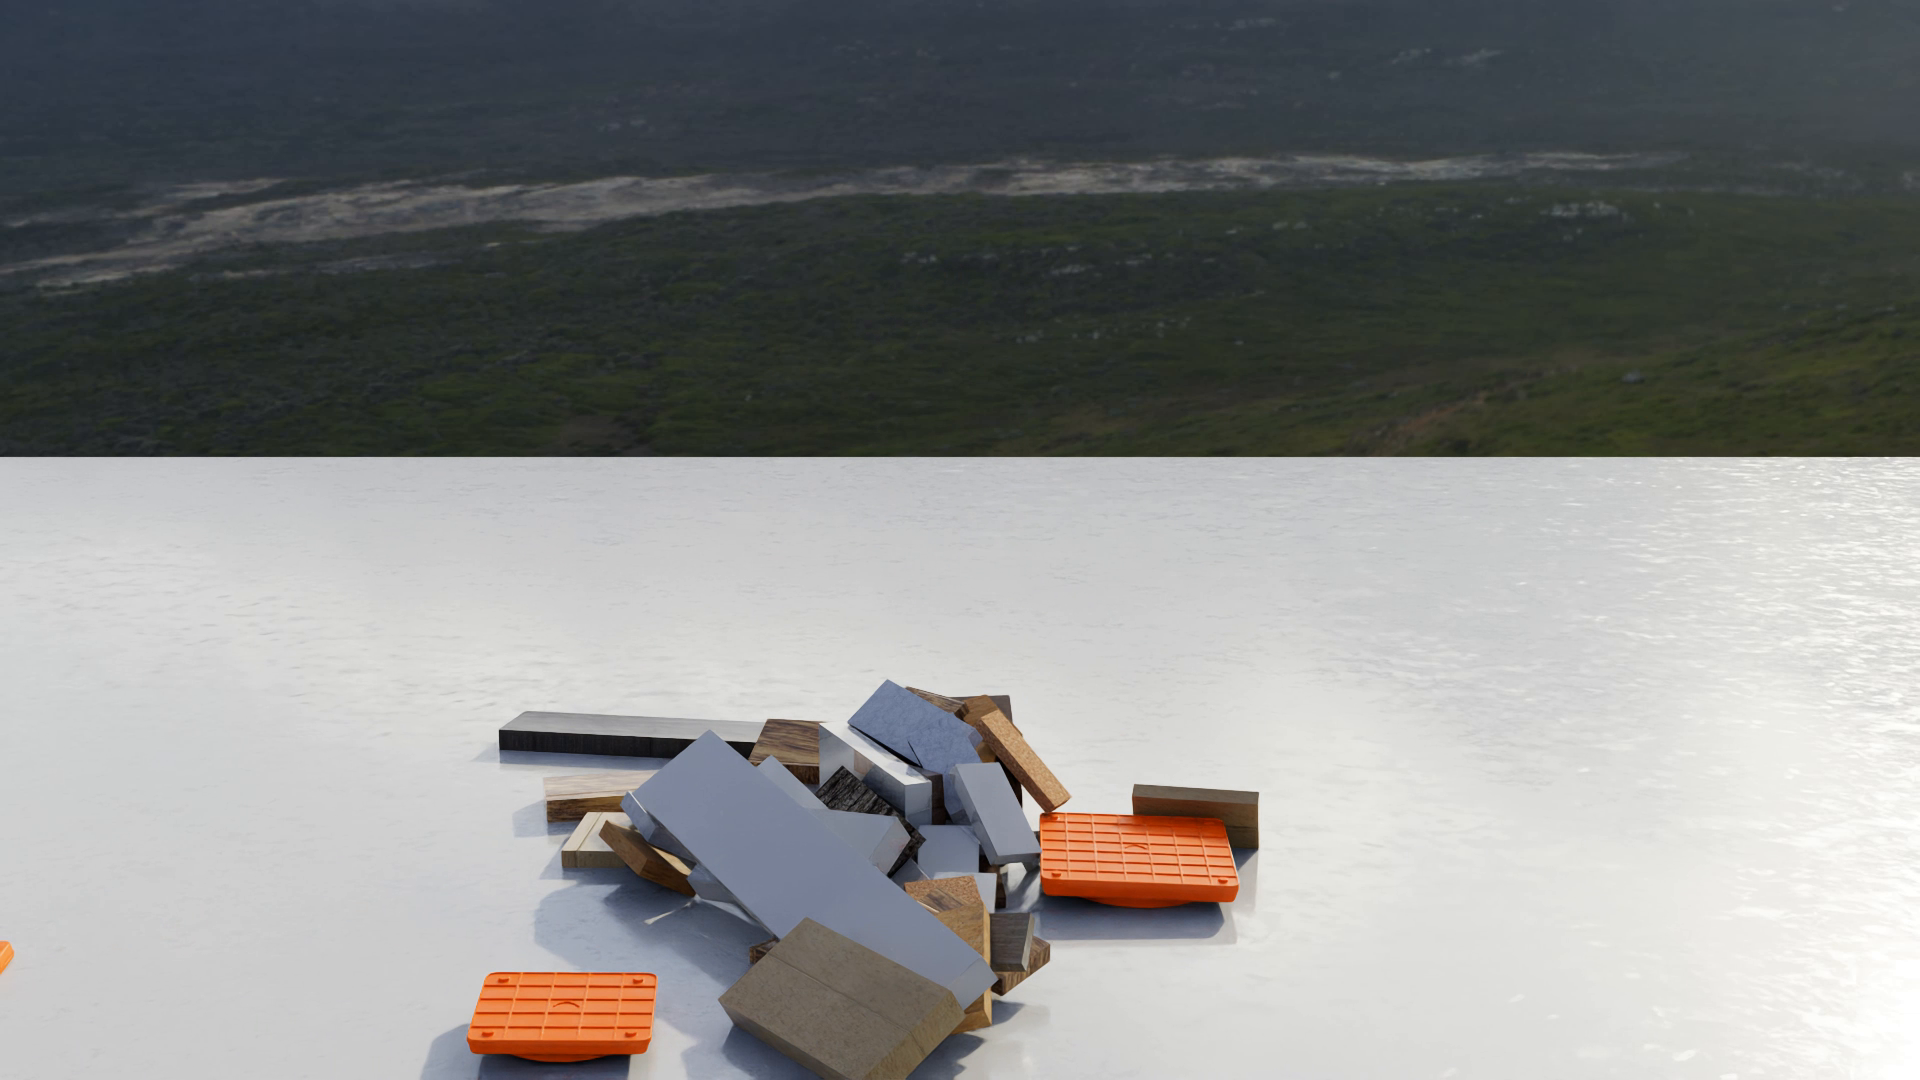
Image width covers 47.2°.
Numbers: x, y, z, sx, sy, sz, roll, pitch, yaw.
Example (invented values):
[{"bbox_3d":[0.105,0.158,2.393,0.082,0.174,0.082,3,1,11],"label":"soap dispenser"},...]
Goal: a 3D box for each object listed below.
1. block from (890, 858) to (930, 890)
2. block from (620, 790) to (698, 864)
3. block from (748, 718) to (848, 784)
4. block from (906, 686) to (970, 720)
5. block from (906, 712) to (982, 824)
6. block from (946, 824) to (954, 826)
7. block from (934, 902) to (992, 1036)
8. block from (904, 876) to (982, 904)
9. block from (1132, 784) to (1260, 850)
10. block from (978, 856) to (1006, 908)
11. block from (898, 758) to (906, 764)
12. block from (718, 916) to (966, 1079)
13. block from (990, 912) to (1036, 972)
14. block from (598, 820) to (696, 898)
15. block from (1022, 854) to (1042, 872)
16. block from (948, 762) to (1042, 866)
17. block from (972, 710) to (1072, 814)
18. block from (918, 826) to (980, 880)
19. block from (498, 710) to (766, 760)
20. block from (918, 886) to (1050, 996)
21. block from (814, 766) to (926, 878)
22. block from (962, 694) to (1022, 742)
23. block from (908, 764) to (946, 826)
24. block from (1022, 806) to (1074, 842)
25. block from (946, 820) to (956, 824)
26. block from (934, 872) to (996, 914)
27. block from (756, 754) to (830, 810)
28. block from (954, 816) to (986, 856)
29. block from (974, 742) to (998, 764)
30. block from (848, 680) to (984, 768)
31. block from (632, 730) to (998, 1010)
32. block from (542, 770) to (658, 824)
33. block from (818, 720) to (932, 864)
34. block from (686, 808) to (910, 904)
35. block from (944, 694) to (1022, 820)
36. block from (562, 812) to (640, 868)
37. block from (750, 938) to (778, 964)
[{"bbox_3d":[-0.113,0.559,3.592,0.100,0.028,0.201,-46,19,-5],"label":"block"},{"bbox_3d":[-0.523,0.507,3.886,0.108,0.031,0.217,28,0,-24],"label":"block"},{"bbox_3d":[-0.251,0.420,4.333,0.303,0.043,0.152,2,30,11],"label":"block"},{"bbox_3d":[-0.066,0.317,4.052,0.160,0.023,0.080,11,45,46],"label":"block"},{"bbox_3d":[-0.012,0.394,3.819,0.094,0.027,0.187,-26,52,-7],"label":"block"},{"bbox_3d":[0.004,0.539,3.751,0.075,0.021,0.149,-1,31,-4],"label":"block"},{"bbox_3d":[-0.014,0.615,3.141,0.111,0.031,0.222,-16,31,10],"label":"block"},{"bbox_3d":[-0.013,0.596,3.373,0.111,0.031,0.222,-5,27,-9],"label":"block"},{"bbox_3d":[0.419,0.490,3.898,0.221,0.111,0.031,2,38,12],"label":"block"},{"bbox_3d":[0.029,0.563,3.655,0.075,0.021,0.149,-2,25,-6],"label":"block"},{"bbox_3d":[-0.161,0.422,4.160,0.031,0.111,0.221,35,3,-34],"label":"block"},{"bbox_3d":[-0.167,0.643,3.022,0.176,0.050,0.351,-41,30,-25],"label":"block"},{"bbox_3d":[0.021,0.591,3.227,0.168,0.024,0.084,-4,48,20],"label":"block"},{"bbox_3d":[-0.525,0.537,3.718,0.108,0.031,0.217,28,-3,-29],"label":"block"},{"bbox_3d":[0.104,0.514,3.798,0.016,0.110,0.055,-28,1,21],"label":"block"},{"bbox_3d":[0.059,0.458,3.695,0.094,0.027,0.187,2,47,-36],"label":"block"},{"bbox_3d":[0.111,0.393,3.910,0.205,0.023,0.080,49,23,11],"label":"block"},{"bbox_3d":[-0.020,0.547,3.608,0.100,0.028,0.201,0,35,1],"label":"block"},{"bbox_3d":[-0.519,0.410,4.520,0.845,0.043,0.152,2,11,10],"label":"block"},{"bbox_3d":[0.014,0.600,3.295,0.222,0.031,0.111,21,33,36],"label":"block"},{"bbox_3d":[-0.190,0.504,3.716,0.171,0.049,0.343,-46,22,-8],"label":"block"},{"bbox_3d":[0.048,0.336,4.022,0.075,0.021,0.149,-14,31,-22],"label":"block"},{"bbox_3d":[-0.115,0.443,3.909,0.027,0.094,0.388,-4,3,-23],"label":"block"},{"bbox_3d":[0.158,0.516,4.008,0.075,0.021,0.149,-1,11,-6],"label":"block"},{"bbox_3d":[0.007,0.463,3.958,0.162,0.046,0.325,0,29,2],"label":"block"},{"bbox_3d":[0.003,0.590,3.462,0.100,0.028,0.201,1,24,3],"label":"block"},{"bbox_3d":[-0.333,0.490,3.825,0.171,0.049,0.343,-39,21,-10],"label":"block"},{"bbox_3d":[0.029,0.496,3.761,0.075,0.021,0.149,0,18,1],"label":"block"},{"bbox_3d":[0.034,0.394,3.890,0.055,0.016,0.110,6,29,12],"label":"block"},{"bbox_3d":[-0.083,0.344,3.976,0.111,0.031,0.282,-47,37,-15],"label":"block"},{"bbox_3d":[-0.259,0.523,3.426,0.176,0.050,0.996,-40,29,-14],"label":"block"},{"bbox_3d":[-0.628,0.480,4.146,0.303,0.043,0.152,-2,11,-13],"label":"block"},{"bbox_3d":[-0.155,0.458,3.909,0.049,0.171,0.426,-4,11,-23],"label":"block"},{"bbox_3d":[-0.265,0.517,3.566,0.351,0.050,0.175,0,42,41],"label":"block"},{"bbox_3d":[0.020,0.391,3.992,0.162,0.046,0.325,-2,29,-2],"label":"block"},{"bbox_3d":[-0.629,0.531,3.901,0.108,0.031,0.217,0,11,2],"label":"block"},{"bbox_3d":[-0.229,0.638,3.345,0.168,0.024,0.084,8,13,37],"label":"block"}]
